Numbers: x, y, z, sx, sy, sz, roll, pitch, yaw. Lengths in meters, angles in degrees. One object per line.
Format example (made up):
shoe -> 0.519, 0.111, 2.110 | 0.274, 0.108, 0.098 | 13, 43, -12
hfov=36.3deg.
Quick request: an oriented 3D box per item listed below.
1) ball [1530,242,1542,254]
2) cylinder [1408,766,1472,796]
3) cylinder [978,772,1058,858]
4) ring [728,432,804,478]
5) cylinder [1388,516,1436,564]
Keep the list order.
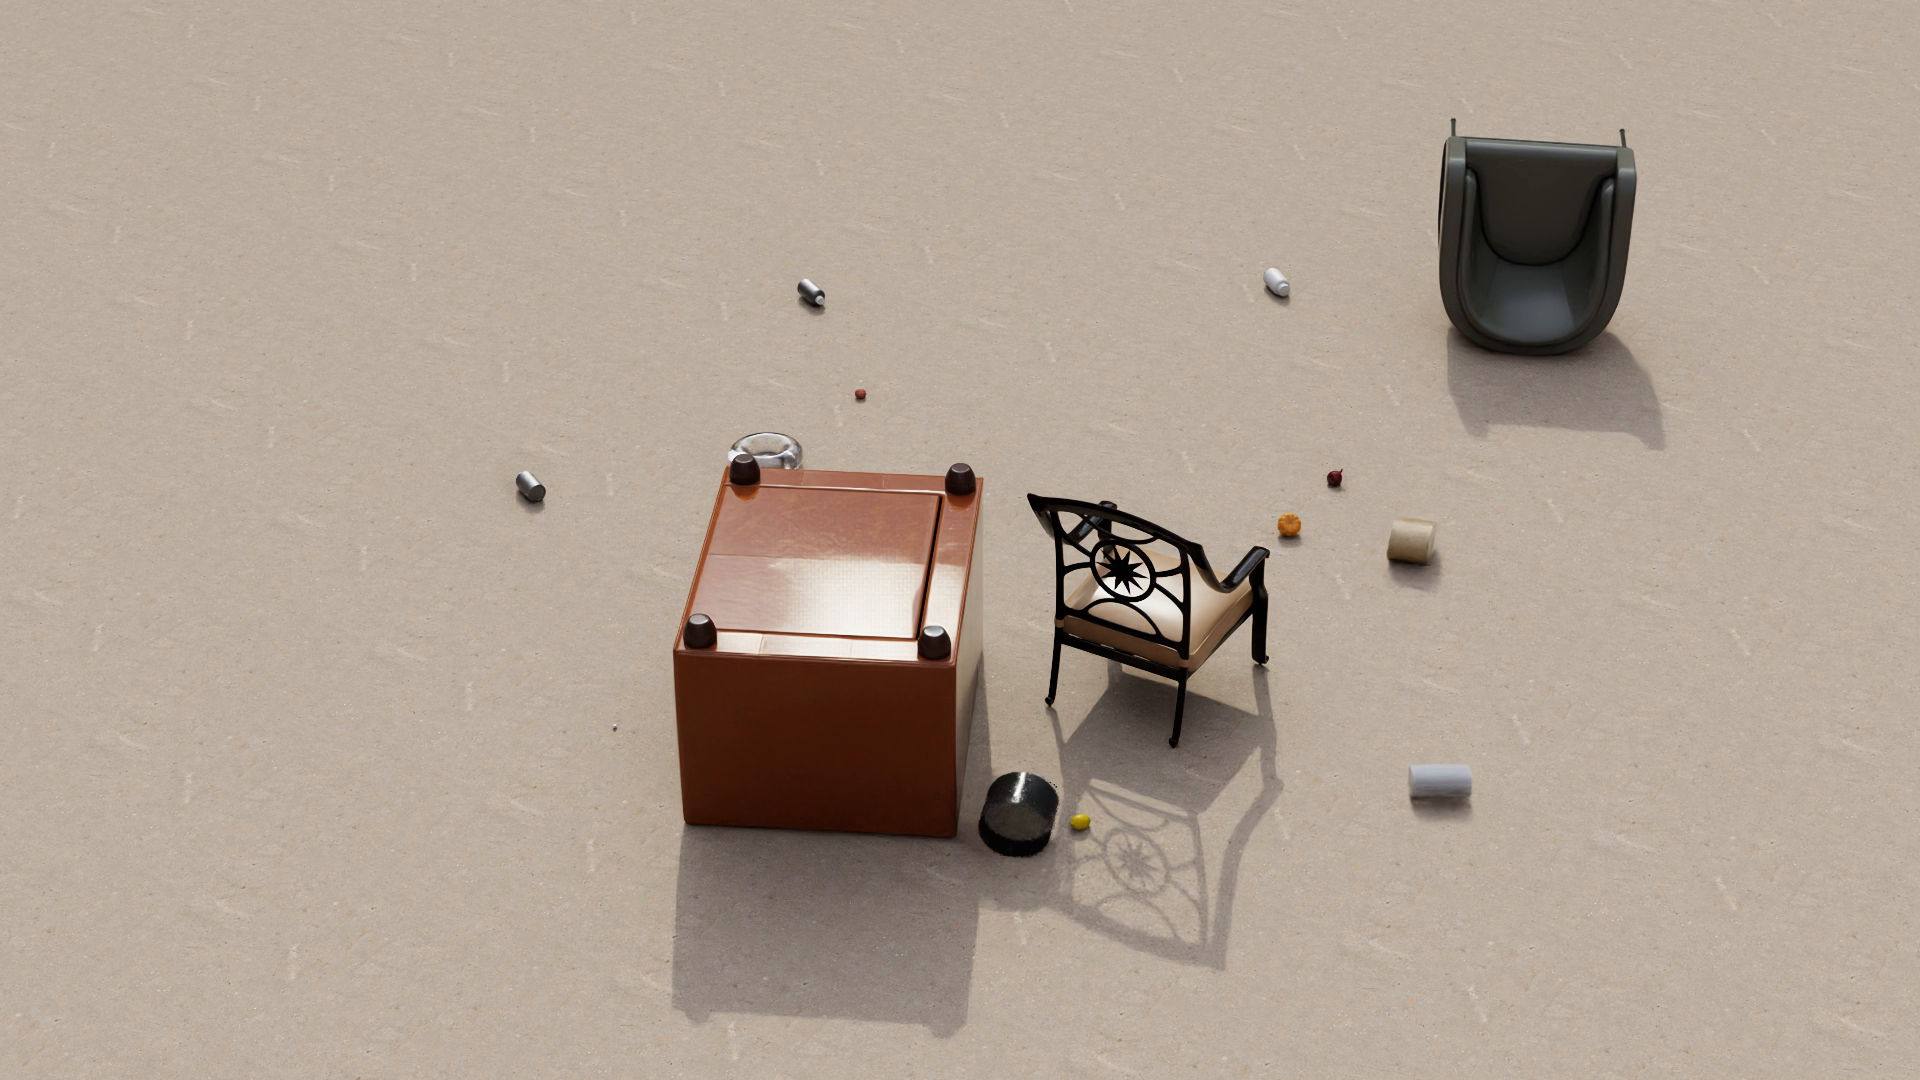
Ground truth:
ball -> 2.520, -1.278, 12.839 | 0.050, 0.050, 0.050 | 0, 33, 0
cylinder -> 1.580, 0.796, 9.653 | 0.192, 0.091, 0.123 | 0, 23, -1
cylinder -> 0.188, 0.881, 9.406 | 0.235, 0.220, 0.160 | -11, 30, 19
ring -> -0.752, -0.327, 11.355 | 0.297, 0.096, 0.253 | -6, 35, -11
cylinder -> 1.667, 0.000, 10.814 | 0.144, 0.143, 0.205 | 10, 31, 15
